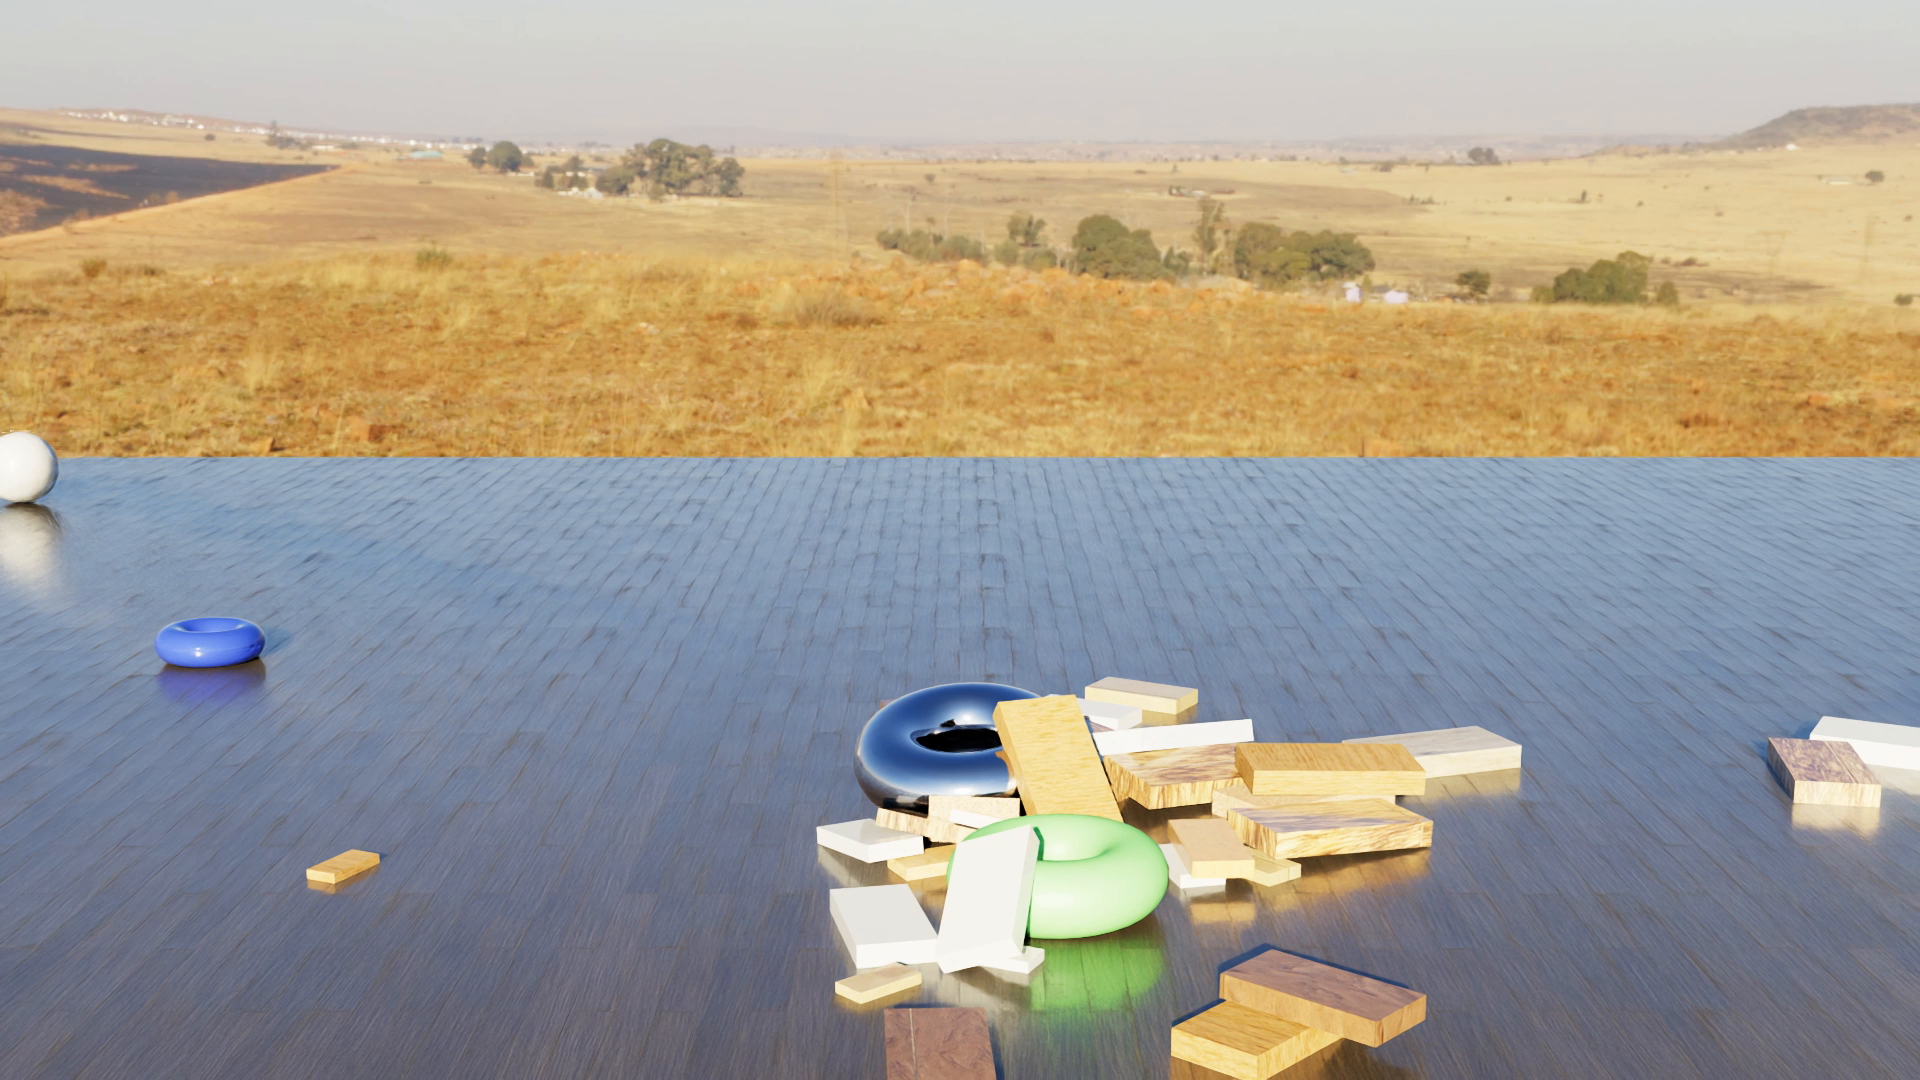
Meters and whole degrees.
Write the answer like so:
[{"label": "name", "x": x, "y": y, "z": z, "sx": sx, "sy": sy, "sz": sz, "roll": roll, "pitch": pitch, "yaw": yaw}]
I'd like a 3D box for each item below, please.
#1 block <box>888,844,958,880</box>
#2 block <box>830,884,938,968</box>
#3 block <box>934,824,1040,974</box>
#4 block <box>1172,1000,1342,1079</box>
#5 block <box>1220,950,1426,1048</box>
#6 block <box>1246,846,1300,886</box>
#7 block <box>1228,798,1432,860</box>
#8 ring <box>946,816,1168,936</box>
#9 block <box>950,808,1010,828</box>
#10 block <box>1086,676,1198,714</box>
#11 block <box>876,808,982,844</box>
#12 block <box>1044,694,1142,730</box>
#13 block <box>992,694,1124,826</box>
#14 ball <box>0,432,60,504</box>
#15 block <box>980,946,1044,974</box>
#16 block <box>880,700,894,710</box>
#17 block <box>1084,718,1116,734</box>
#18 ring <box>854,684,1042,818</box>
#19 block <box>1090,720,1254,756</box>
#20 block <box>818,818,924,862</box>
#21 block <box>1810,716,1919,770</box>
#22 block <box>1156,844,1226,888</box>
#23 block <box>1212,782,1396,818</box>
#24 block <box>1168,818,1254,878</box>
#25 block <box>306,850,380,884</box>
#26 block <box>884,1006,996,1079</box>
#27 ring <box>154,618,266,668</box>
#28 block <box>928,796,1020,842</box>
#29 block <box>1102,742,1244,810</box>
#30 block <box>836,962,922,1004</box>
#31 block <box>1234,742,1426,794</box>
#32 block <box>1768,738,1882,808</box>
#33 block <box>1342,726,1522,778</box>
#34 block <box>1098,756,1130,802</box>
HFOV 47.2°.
[{"label": "block", "x": -0.037, "y": 0.555, "z": 3.798, "sx": 0.157, "sy": 0.022, "sz": 0.078, "roll": -5, "pitch": 12, "yaw": -26}, {"label": "block", "x": -0.122, "y": 0.608, "z": 3.475, "sx": 0.128, "sy": 0.036, "sz": 0.257, "roll": -2, "pitch": 11, "yaw": -12}, {"label": "block", "x": 0.044, "y": 0.552, "z": 3.397, "sx": 0.128, "sy": 0.036, "sz": 0.256, "roll": -17, "pitch": 29, "yaw": 20}, {"label": "block", "x": 0.438, "y": 0.679, "z": 3.080, "sx": 0.141, "sy": 0.040, "sz": 0.283, "roll": 9, "pitch": 14, "yaw": 41}, {"label": "block", "x": 0.507, "y": 0.640, "z": 3.083, "sx": 0.256, "sy": 0.036, "sz": 0.128, "roll": 9, "pitch": 14, "yaw": 42}, {"label": "block", "x": 0.501, "y": 0.557, "z": 3.785, "sx": 0.078, "sy": 0.022, "sz": 0.157, "roll": -9, "pitch": 14, "yaw": -39}, {"label": "block", "x": 0.657, "y": 0.511, "z": 3.907, "sx": 0.323, "sy": 0.046, "sz": 0.162, "roll": -1, "pitch": 9, "yaw": -24}, {"label": "ring", "x": 0.158, "y": 0.545, "z": 3.587, "sx": 0.363, "sy": 0.121, "sz": 0.363, "roll": -1, "pitch": 11, "yaw": 0}, {"label": "block", "x": 0.072, "y": 0.496, "z": 3.825, "sx": 0.161, "sy": 0.023, "sz": 0.081, "roll": 9, "pitch": -6, "yaw": 27}, {"label": "block", "x": 0.404, "y": 0.345, "z": 4.900, "sx": 0.223, "sy": 0.032, "sz": 0.112, "roll": 6, "pitch": 12, "yaw": 30}, {"label": "block", "x": -0.030, "y": 0.506, "z": 3.853, "sx": 0.210, "sy": 0.030, "sz": 0.105, "roll": 9, "pitch": -4, "yaw": 24}, {"label": "block", "x": 0.267, "y": 0.375, "z": 4.742, "sx": 0.223, "sy": 0.032, "sz": 0.112, "roll": 6, "pitch": 12, "yaw": 31}, {"label": "block", "x": 0.178, "y": 0.420, "z": 3.955, "sx": 0.153, "sy": 0.043, "sz": 0.306, "roll": -4, "pitch": 51, "yaw": -21}, {"label": "ball", "x": -3.209, "y": -0.247, "z": 7.514, "sx": 0.242, "sy": 0.242, "sz": 0.242, "roll": 0, "pitch": 11, "yaw": 0}, {"label": "block", "x": 0.061, "y": 0.636, "z": 3.373, "sx": 0.122, "sy": 0.017, "sz": 0.061, "roll": 5, "pitch": 12, "yaw": 25}, {"label": "block", "x": -0.057, "y": 0.409, "z": 4.558, "sx": 0.112, "sy": 0.032, "sz": 0.523, "roll": -3, "pitch": 11, "yaw": -14}, {"label": "block", "x": 0.233, "y": 0.407, "z": 4.551, "sx": 0.131, "sy": 0.037, "sz": 0.263, "roll": -7, "pitch": 13, "yaw": -33}, {"label": "ring", "x": 0.012, "y": 0.402, "z": 4.130, "sx": 0.428, "sy": 0.143, "sz": 0.428, "roll": -3, "pitch": 23, "yaw": 1}, {"label": "block", "x": 0.412, "y": 0.393, "z": 4.361, "sx": 0.153, "sy": 0.043, "sz": 0.367, "roll": -11, "pitch": -8, "yaw": 42}, {"label": "block", "x": -0.159, "y": 0.526, "z": 3.858, "sx": 0.105, "sy": 0.030, "sz": 0.210, "roll": -6, "pitch": 5, "yaw": -28}, {"label": "block", "x": 1.988, "y": 0.427, "z": 4.420, "sx": 0.505, "sy": 0.046, "sz": 0.162, "roll": 6, "pitch": 12, "yaw": 29}, {"label": "block", "x": 0.389, "y": 0.558, "z": 3.779, "sx": 0.081, "sy": 0.023, "sz": 0.161, "roll": -3, "pitch": 11, "yaw": -14}, {"label": "block", "x": 0.645, "y": 0.483, "z": 4.122, "sx": 0.316, "sy": 0.045, "sz": 0.158, "roll": -7, "pitch": 13, "yaw": -34}, {"label": "block", "x": 0.430, "y": 0.530, "z": 3.786, "sx": 0.105, "sy": 0.030, "sz": 0.229, "roll": -1, "pitch": 10, "yaw": -5}, {"label": "block", "x": -1.060, "y": 0.561, "z": 3.781, "sx": 0.058, "sy": 0.017, "sz": 0.117, "roll": 5, "pitch": 12, "yaw": 24}, {"label": "block", "x": -0.025, "y": 0.715, "z": 2.887, "sx": 0.141, "sy": 0.040, "sz": 0.416, "roll": -1, "pitch": 11, "yaw": -3}, {"label": "ring", "x": -1.805, "y": 0.246, "z": 5.294, "sx": 0.255, "sy": 0.085, "sz": 0.255, "roll": 1, "pitch": 10, "yaw": 0}, {"label": "block", "x": 0.025, "y": 0.500, "z": 3.927, "sx": 0.161, "sy": 0.081, "sz": 0.023, "roll": 1, "pitch": -6, "yaw": 6}, {"label": "block", "x": 0.446, "y": 0.448, "z": 4.195, "sx": 0.316, "sy": 0.045, "sz": 0.158, "roll": -2, "pitch": 18, "yaw": -31}, {"label": "block", "x": -0.121, "y": 0.657, "z": 3.263, "sx": 0.117, "sy": 0.017, "sz": 0.059, "roll": -9, "pitch": 14, "yaw": -41}, {"label": "block", "x": 0.694, "y": 0.430, "z": 4.138, "sx": 0.323, "sy": 0.046, "sz": 0.162, "roll": 1, "pitch": 13, "yaw": -5}, {"label": "block", "x": 1.684, "y": 0.451, "z": 4.296, "sx": 0.153, "sy": 0.043, "sz": 0.306, "roll": 2, "pitch": 11, "yaw": 11}, {"label": "block", "x": 0.945, "y": 0.429, "z": 4.414, "sx": 0.316, "sy": 0.045, "sz": 0.158, "roll": -4, "pitch": 11, "yaw": -20}, {"label": "block", "x": 0.259, "y": 0.469, "z": 4.221, "sx": 0.131, "sy": 0.037, "sz": 0.263, "roll": 7, "pitch": 13, "yaw": 34}]
